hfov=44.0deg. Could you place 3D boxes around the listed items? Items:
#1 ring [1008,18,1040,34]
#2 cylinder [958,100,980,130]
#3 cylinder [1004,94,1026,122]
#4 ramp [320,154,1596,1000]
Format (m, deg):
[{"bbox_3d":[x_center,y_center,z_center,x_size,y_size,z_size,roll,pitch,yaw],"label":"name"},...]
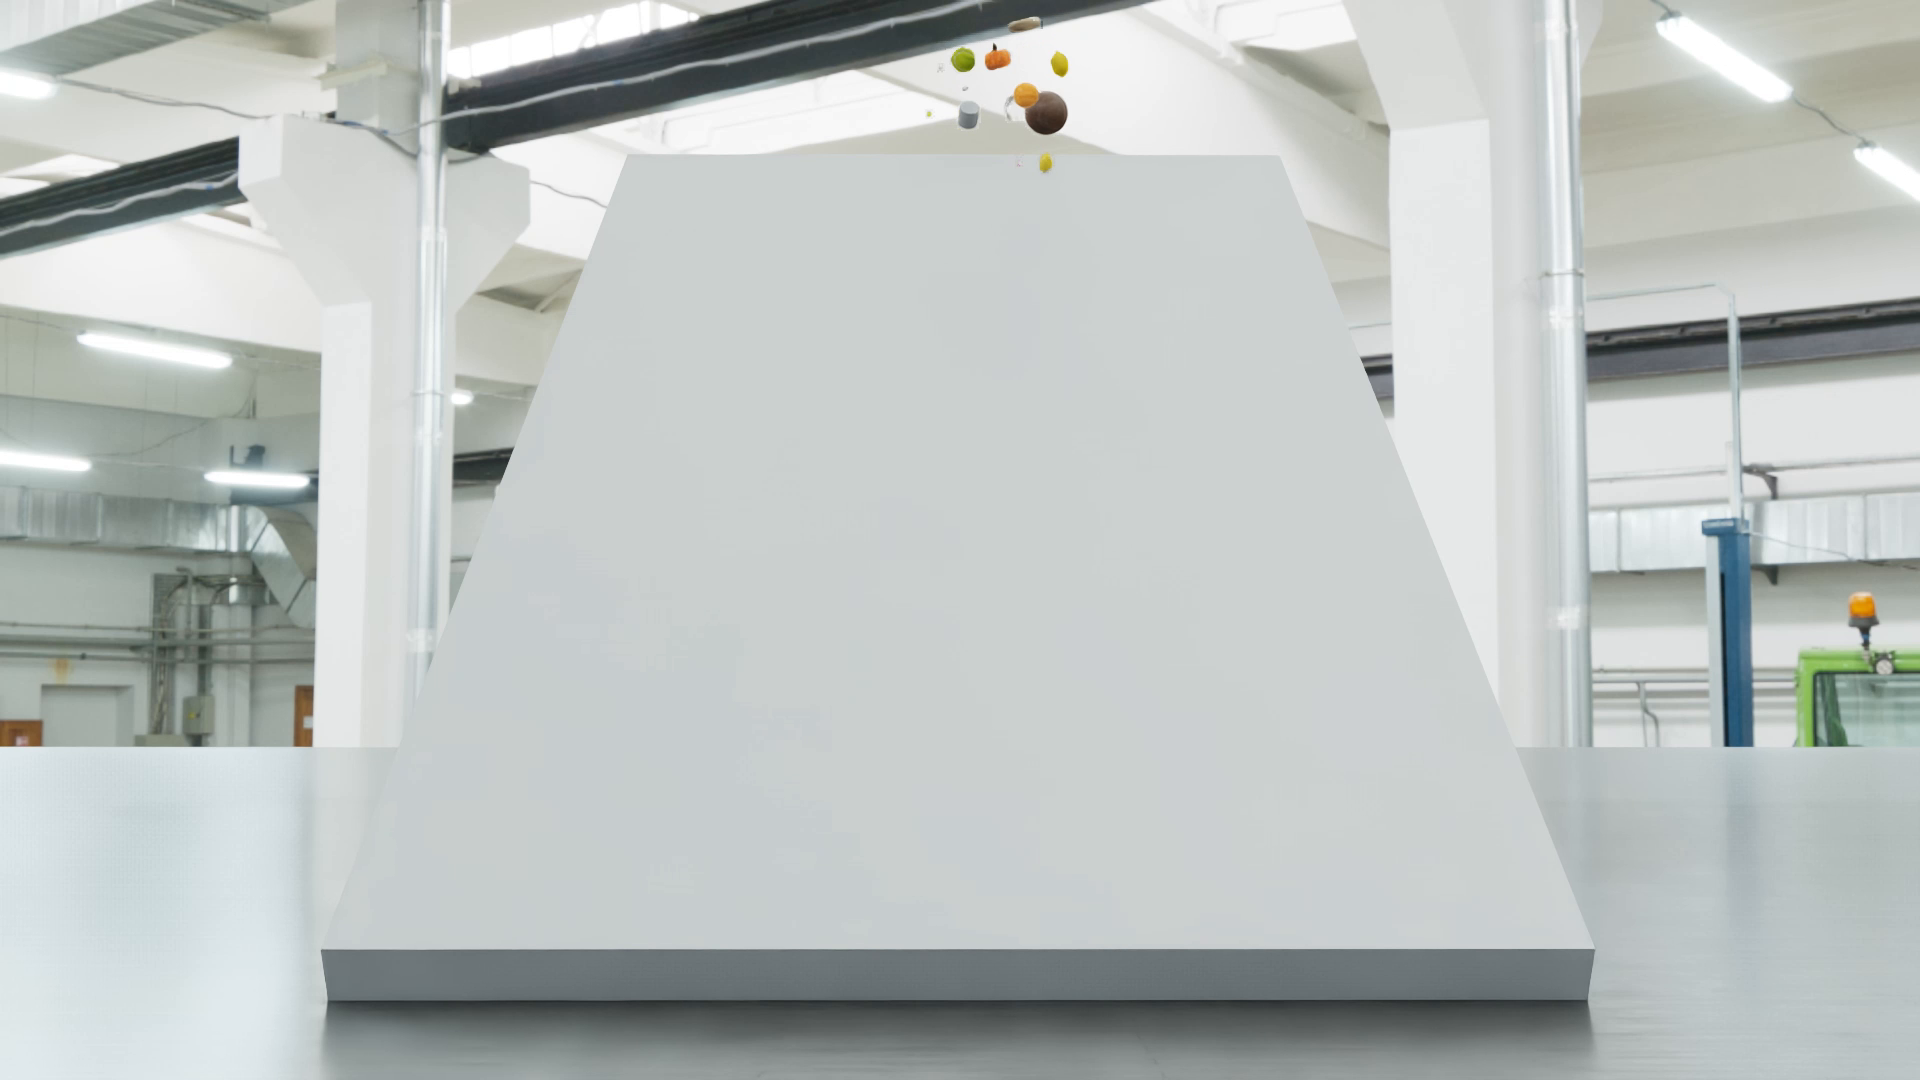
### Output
[{"bbox_3d":[0.191,-1.520,7.003,0.098,0.033,0.098,-12,9,2],"label":"ring"},{"bbox_3d":[0.025,-1.214,6.780,0.057,0.057,0.057,1,-39,-8],"label":"cylinder"},{"bbox_3d":[0.161,-1.257,6.905,0.058,0.058,0.058,0,37,-2],"label":"cylinder"},{"bbox_3d":[-0.011,-0.226,5.526,2.000,0.100,4.000,0,27,0],"label":"ramp"}]
